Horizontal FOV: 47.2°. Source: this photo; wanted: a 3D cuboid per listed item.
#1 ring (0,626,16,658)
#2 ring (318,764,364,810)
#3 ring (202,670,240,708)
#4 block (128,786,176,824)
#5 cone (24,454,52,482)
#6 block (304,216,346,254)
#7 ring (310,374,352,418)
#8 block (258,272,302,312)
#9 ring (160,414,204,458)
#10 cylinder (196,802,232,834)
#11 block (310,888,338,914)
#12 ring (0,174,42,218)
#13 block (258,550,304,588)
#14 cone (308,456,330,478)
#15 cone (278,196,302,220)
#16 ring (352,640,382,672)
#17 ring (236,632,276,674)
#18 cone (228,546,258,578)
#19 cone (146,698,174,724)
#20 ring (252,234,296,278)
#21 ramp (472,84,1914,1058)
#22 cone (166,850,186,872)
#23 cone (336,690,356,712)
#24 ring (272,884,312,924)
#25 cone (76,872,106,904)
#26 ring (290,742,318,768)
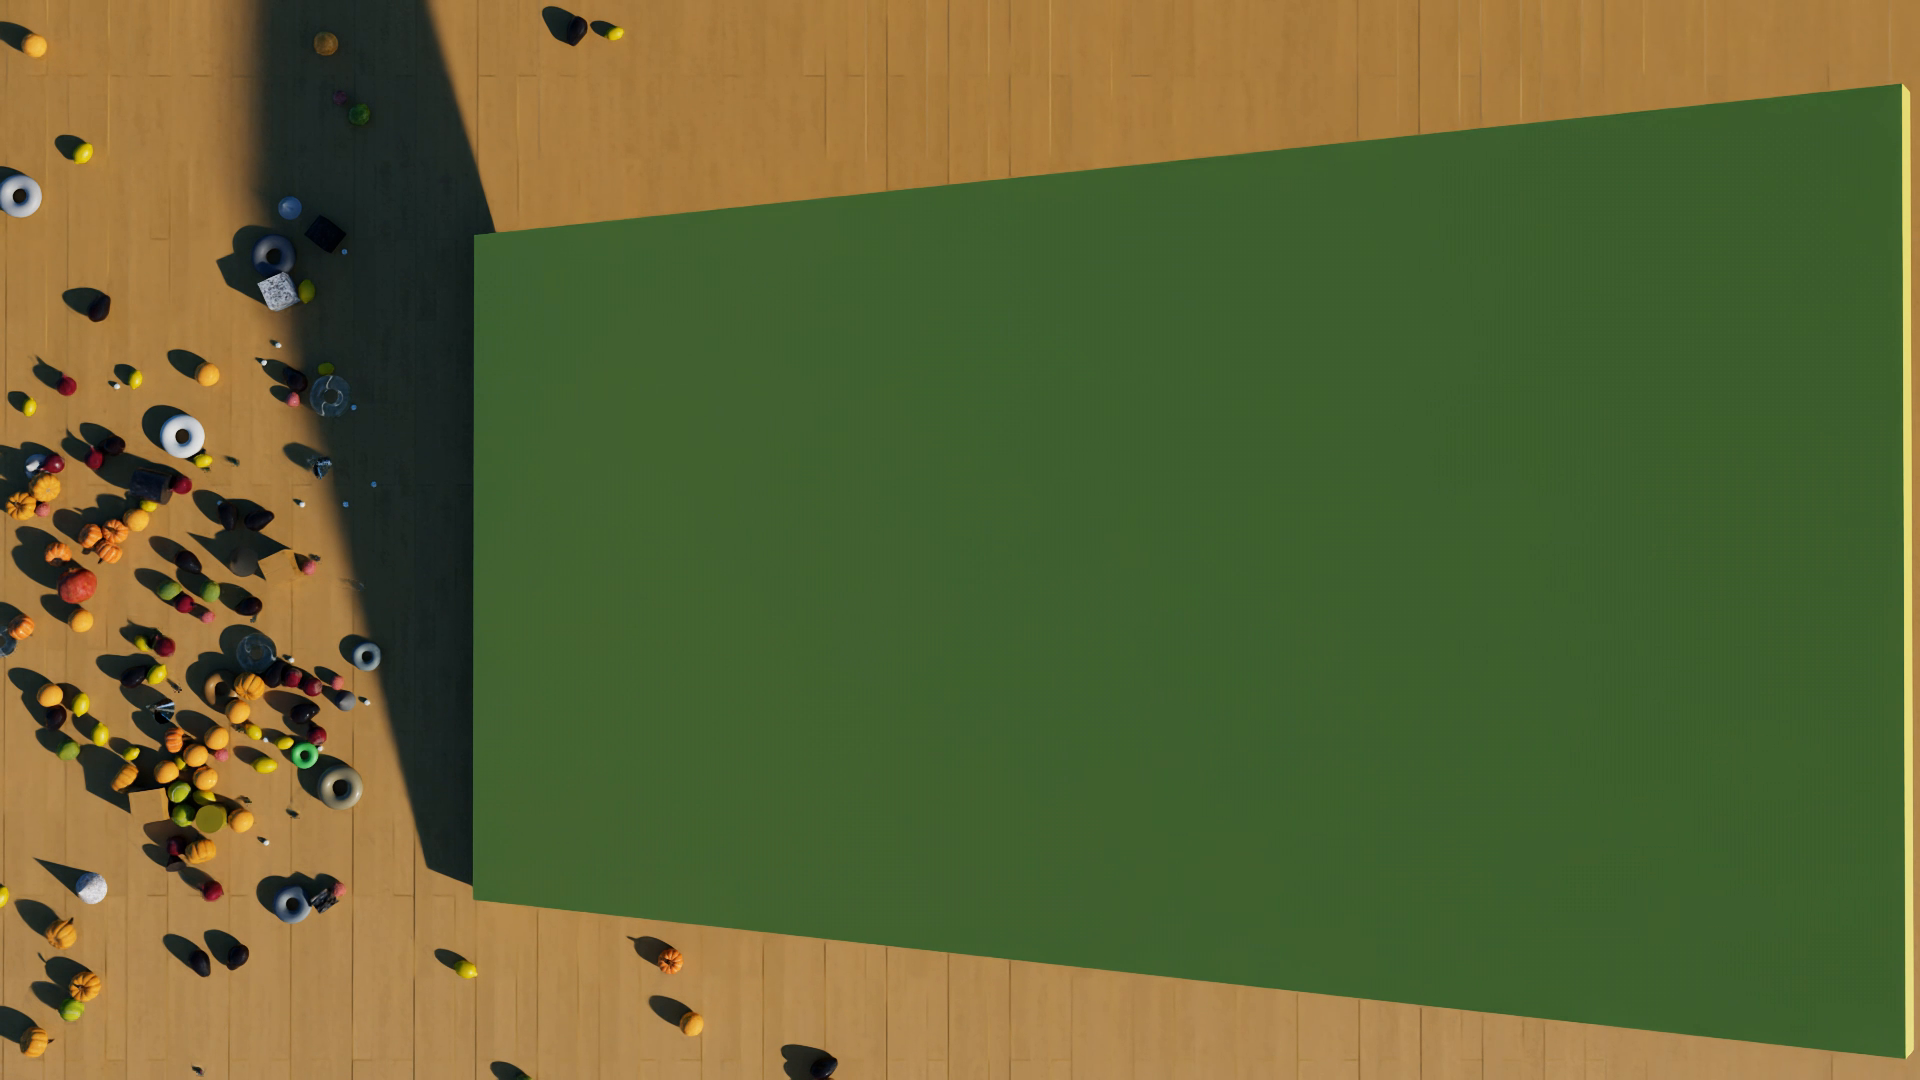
[{"bbox_3d":[-2.915,0.309,6.683,0.098,0.033,0.098,0,89,1],"label":"ring"},{"bbox_3d":[-1.881,0.750,6.672,0.140,0.047,0.140,0,88,-1],"label":"ring"},{"bbox_3d":[-2.244,0.450,6.679,0.117,0.039,0.117,0,90,-1],"label":"ring"},{"bbox_3d":[-2.442,0.801,6.647,0.095,0.095,0.095,-8,89,0],"label":"block"},{"bbox_3d":[-2.811,-0.221,6.662,0.084,0.084,0.084,0,89,0],"label":"cone"},{"bbox_3d":[-1.925,-0.928,6.672,0.076,0.076,0.076,38,90,0],"label":"block"},{"bbox_3d":[-1.912,-0.437,6.685,0.132,0.044,0.132,0,90,-1],"label":"ring"},{"bbox_3d":[-2.061,-0.752,6.667,0.083,0.083,0.083,-25,90,0],"label":"block"},{"bbox_3d":[-2.364,-0.316,6.683,0.134,0.045,0.134,0,91,0],"label":"ring"},{"bbox_3d":[-2.257,0.840,6.652,0.085,0.085,0.085,0,89,0],"label":"cylinder"},{"bbox_3d":[-1.927,1.094,6.666,0.053,0.053,0.053,-35,90,0],"label":"block"},{"bbox_3d":[-2.861,-1.047,6.690,0.132,0.044,0.132,0,89,-1],"label":"ring"},{"bbox_3d":[-2.055,0.086,6.658,0.087,0.087,0.087,-25,90,0],"label":"block"},{"bbox_3d":[-1.965,-0.234,6.689,0.066,0.066,0.066,25,89,27],"label":"cone"},{"bbox_3d":[-2.045,-1.014,6.676,0.072,0.072,0.072,0,89,0],"label":"cone"},{"bbox_3d":[-1.803,0.353,6.684,0.092,0.031,0.092,0,89,1],"label":"ring"},{"bbox_3d":[-2.136,0.343,6.679,0.123,0.041,0.123,0,88,0],"label":"ring"},{"bbox_3d":[-2.185,0.066,6.655,0.094,0.094,0.094,0,89,0],"label":"cone"},{"bbox_3d":[-2.445,0.513,6.680,0.080,0.080,0.080,9,89,27],"label":"cone"},{"bbox_3d":[-2.087,-0.863,6.688,0.137,0.046,0.137,0,91,0],"label":"ring"},{"bbox_3d":[0.262,0.072,5.605,4.000,0.100,2.000,0,89,32],"label":"ramp"},{"bbox_3d":[-2.388,0.966,6.680,0.061,0.061,0.061,-26,63,0],"label":"cone"},{"bbox_3d":[-1.872,0.490,6.666,0.064,0.064,0.064,0,89,0],"label":"cone"},{"bbox_3d":[-2.026,1.104,6.673,0.118,0.039,0.118,0,88,-1],"label":"ring"},{"bbox_3d":[-2.644,1.059,6.645,0.096,0.096,0.096,0,89,0],"label":"cone"},{"bbox_3d":[-1.992,0.653,6.683,0.083,0.028,0.083,0,91,0],"label":"ring"}]
